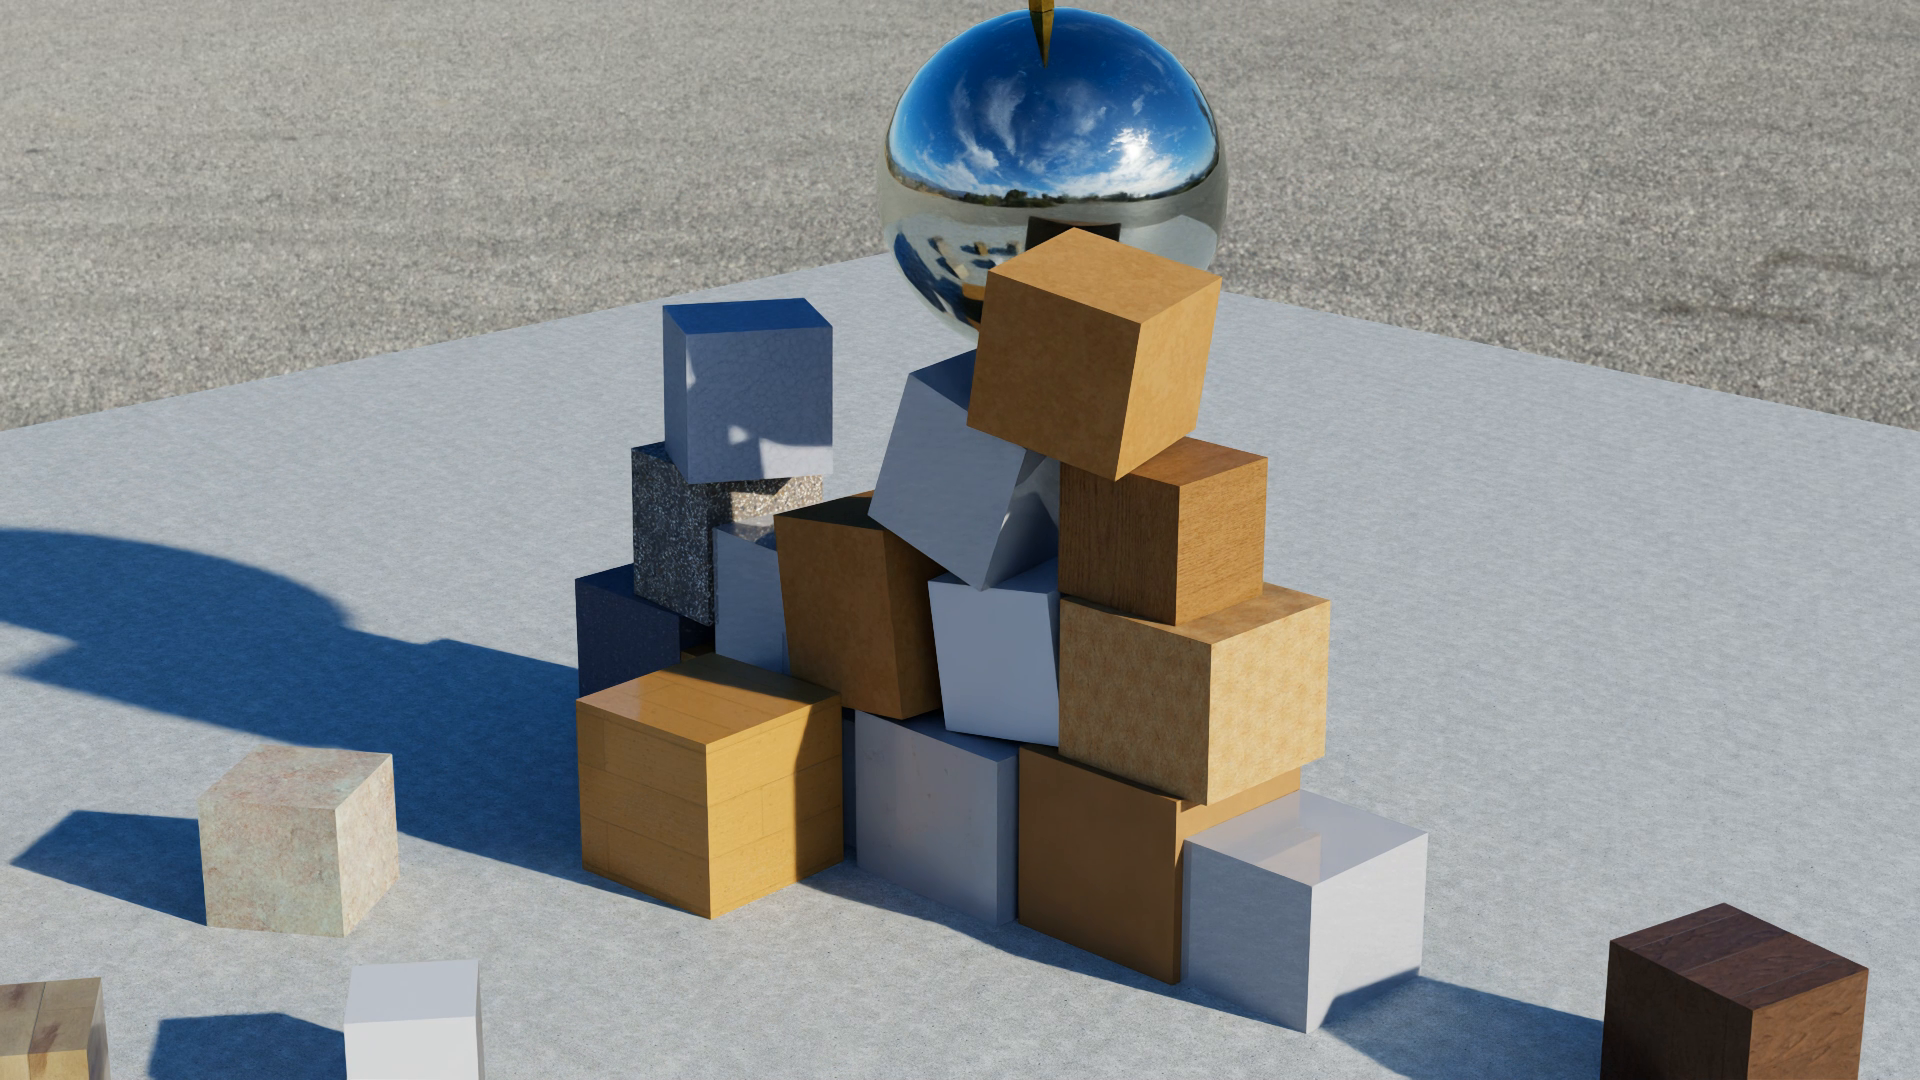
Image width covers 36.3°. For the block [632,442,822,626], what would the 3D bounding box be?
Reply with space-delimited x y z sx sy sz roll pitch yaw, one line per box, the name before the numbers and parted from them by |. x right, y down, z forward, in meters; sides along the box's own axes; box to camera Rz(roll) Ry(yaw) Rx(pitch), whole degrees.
block | -1.150 -0.084 14.509 0.702 0.755 0.627 -14 24 -39

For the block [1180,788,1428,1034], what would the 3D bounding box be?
block | 1.445 1.546 12.334 0.677 0.654 0.776 17 24 42

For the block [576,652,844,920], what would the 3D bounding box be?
block | -1.141 1.107 13.436 0.847 0.832 0.855 15 23 39

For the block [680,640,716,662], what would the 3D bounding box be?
block | -0.855 0.852 14.511 0.790 0.673 0.664 -16 24 -42

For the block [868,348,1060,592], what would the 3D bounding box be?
block | 0.137 -0.333 12.802 0.664 0.734 0.658 34 35 26

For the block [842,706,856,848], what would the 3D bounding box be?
block | -0.367 1.021 14.049 0.749 0.627 0.715 -16 24 -42

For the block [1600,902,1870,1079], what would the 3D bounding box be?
block | 2.965 1.886 11.270 0.634 0.644 0.718 -11 21 -32

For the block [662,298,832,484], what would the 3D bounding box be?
block | -1.023 -0.724 14.087 0.702 0.728 0.587 -4 19 -16

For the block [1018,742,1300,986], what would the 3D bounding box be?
block | 0.867 1.299 12.819 0.889 0.836 0.835 16 24 42

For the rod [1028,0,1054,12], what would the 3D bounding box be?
rod | 0.181 -4.762 12.035 0.080 5.200 0.080 17 30 42

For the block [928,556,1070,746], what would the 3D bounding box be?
block | 0.357 0.449 12.998 0.659 0.694 0.658 5 19 39

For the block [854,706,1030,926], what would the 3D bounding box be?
block | 0.160 1.142 13.409 0.890 0.780 0.912 -16 24 -42

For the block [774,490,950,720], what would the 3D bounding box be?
block | -0.252 0.259 13.509 0.811 0.862 0.801 -15 15 -38

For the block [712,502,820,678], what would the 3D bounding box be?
block | -0.725 0.269 14.120 0.661 0.674 0.647 -15 23 -39

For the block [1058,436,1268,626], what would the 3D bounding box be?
block | 0.853 -0.065 12.386 0.649 0.608 0.579 17 25 41

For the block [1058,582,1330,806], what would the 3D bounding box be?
block | 0.996 0.589 12.508 0.829 0.706 0.786 16 24 42

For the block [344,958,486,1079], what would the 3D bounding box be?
block | -2.082 1.963 11.231 0.483 0.521 0.498 -2 18 -7

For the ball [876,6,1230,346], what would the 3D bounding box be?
ball | 0.418 -1.606 13.275 1.600 1.600 1.600 0 17 0

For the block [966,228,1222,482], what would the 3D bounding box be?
block | 0.560 -0.787 12.236 0.718 0.702 0.716 22 30 25

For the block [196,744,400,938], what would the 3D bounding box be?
block | -2.942 1.335 13.086 0.639 0.606 0.663 3 18 10

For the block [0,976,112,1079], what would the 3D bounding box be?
block | -3.485 2.044 10.827 0.606 0.607 0.597 -3 18 -10

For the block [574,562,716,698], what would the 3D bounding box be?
block | -1.377 0.607 14.995 0.809 0.852 0.828 -16 24 -42
